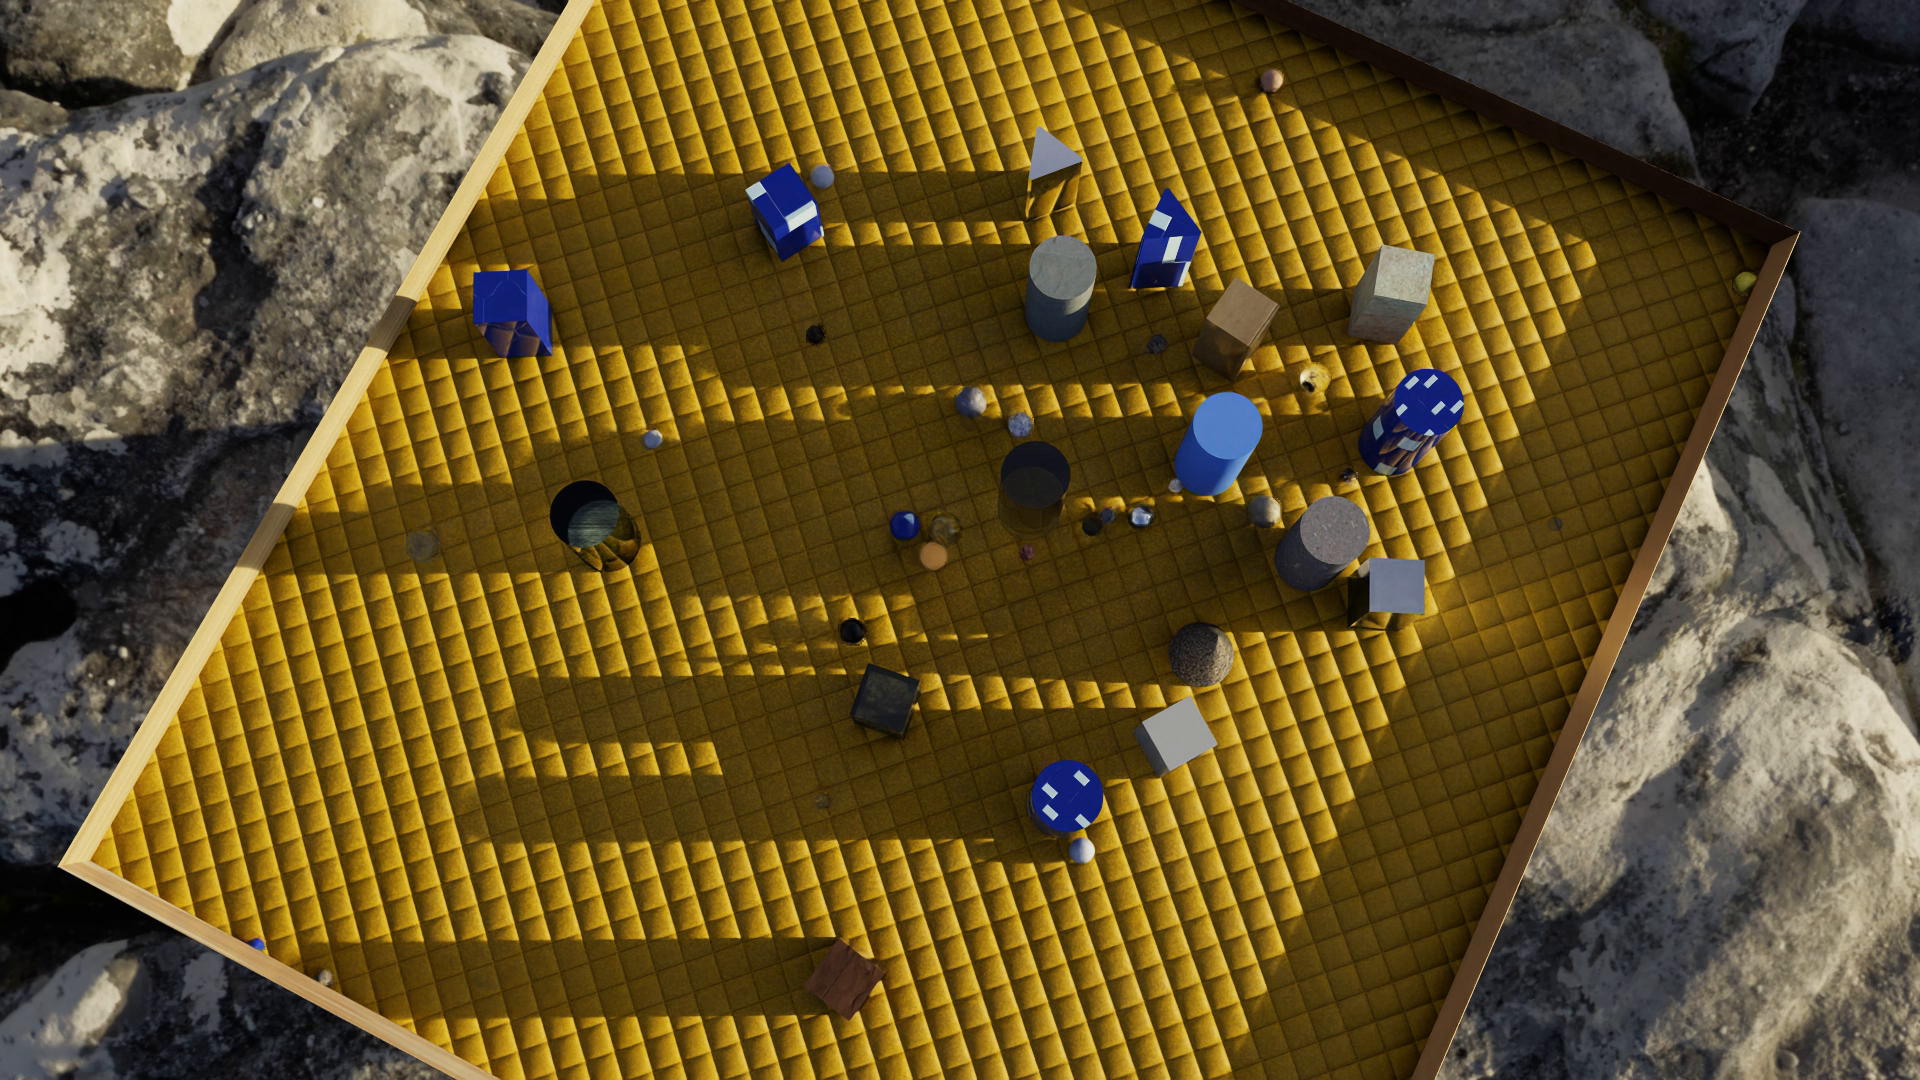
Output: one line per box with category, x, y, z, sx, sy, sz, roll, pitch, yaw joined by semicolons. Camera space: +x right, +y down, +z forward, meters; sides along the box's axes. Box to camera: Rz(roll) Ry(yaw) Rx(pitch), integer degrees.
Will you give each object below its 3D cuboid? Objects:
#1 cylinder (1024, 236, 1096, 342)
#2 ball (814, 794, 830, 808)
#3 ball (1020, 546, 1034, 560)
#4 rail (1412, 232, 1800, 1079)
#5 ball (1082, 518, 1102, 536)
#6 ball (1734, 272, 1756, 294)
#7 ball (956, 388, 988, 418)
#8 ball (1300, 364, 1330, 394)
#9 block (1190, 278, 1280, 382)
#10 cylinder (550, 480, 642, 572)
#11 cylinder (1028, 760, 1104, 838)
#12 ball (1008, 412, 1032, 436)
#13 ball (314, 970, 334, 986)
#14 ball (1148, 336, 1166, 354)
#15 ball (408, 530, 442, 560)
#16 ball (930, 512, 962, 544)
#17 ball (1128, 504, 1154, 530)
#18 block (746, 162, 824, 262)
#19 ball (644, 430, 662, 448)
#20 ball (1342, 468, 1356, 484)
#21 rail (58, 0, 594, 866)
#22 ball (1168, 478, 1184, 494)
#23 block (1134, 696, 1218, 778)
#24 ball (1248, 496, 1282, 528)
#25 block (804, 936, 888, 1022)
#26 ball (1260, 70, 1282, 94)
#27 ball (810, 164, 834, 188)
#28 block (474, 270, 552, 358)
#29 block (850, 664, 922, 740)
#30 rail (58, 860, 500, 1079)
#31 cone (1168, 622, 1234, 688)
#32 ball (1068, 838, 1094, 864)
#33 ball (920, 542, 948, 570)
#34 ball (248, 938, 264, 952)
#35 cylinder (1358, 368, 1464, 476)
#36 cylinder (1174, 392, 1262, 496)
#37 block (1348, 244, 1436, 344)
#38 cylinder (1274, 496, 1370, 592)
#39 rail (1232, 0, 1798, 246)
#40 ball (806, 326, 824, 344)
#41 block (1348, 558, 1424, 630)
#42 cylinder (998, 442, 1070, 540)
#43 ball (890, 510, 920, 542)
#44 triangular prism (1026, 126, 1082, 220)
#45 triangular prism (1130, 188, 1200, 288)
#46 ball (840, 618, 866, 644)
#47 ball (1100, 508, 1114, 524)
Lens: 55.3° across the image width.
cylinder;0.302;-0.758;5.568;0.198;0.403;0.198;0;78;0
ball;-0.407;0.773;5.433;0.046;0.046;0.046;0;78;0
ball;0.203;0.041;5.585;0.045;0.045;0.045;0;78;0
rail;1.676;0.828;5.379;0.045;0.129;4.066;26;80;5
ball;0.403;-0.041;5.595;0.059;0.059;0.059;0;78;0
ball;2.463;-0.806;5.749;0.068;0.068;0.068;0;78;0
ball;0.035;-0.423;5.655;0.096;0.096;0.096;0;78;0
ball;1.099;-0.499;5.672;0.093;0.093;0.093;0;78;0
block;0.833;-0.634;5.565;0.158;0.359;0.158;35;80;7
cylinder;-1.076;-0.037;5.432;0.198;0.377;0.198;0;78;0
cylinder;0.299;0.748;5.265;0.198;0.385;0.198;0;78;0
ball;0.186;-0.357;5.652;0.075;0.075;0.075;0;78;0
ball;-1.849;1.275;5.325;0.053;0.053;0.053;0;78;0
ball;0.612;-0.607;5.713;0.058;0.058;0.058;0;78;0
ball;-1.626;0.015;5.564;0.096;0.096;0.096;0;78;0
ball;-0.045;-0.036;5.574;0.099;0.099;0.099;0;78;0
ball;0.551;-0.069;5.590;0.081;0.081;0.081;0;78;0
block;-0.542;-1.015;5.690;0.158;0.268;0.158;-33;80;-6
ball;-0.947;-0.312;5.651;0.058;0.058;0.058;0;78;0
ball;1.194;-0.197;5.635;0.045;0.045;0.045;0;78;0
rail;-1.676;-0.814;5.718;0.045;0.129;4.066;26;80;5
ball;0.664;-0.166;5.626;0.045;0.045;0.045;0;78;0
block;0.625;0.578;5.349;0.158;0.289;0.158;-28;80;-6
ball;0.929;-0.086;5.584;0.099;0.099;0.099;0;78;0
block;-0.317;1.235;5.175;0.158;0.363;0.158;36;81;7
ball;0.999;-1.473;5.884;0.073;0.073;0.073;0;78;0
ball;-0.438;-1.153;5.817;0.075;0.075;0.075;0;78;0
block;-1.359;-0.685;5.582;0.158;0.345;0.158;-3;78;-1
block;-0.216;0.478;5.395;0.158;0.240;0.158;18;79;4
rail;-0.899;1.767;5.184;3.796;0.129;0.045;26;80;5
cone;0.730;0.309;5.360;0.198;0.376;0.198;0;78;0
ball;0.358;0.913;5.389;0.076;0.076;0.076;0;78;0
ball;-0.081;0.048;5.563;0.085;0.085;0.085;0;78;0
ball;-2.054;1.185;5.348;0.045;0.045;0.045;0;78;0
cylinder;1.334;-0.344;5.443;0.198;0.480;0.198;0;78;0
cylinder;0.762;-0.278;5.437;0.198;0.464;0.198;0;78;0
block;1.307;-0.742;5.574;0.158;0.383;0.158;11;79;2
cylinder;1.061;0.016;5.394;0.198;0.430;0.198;0;78;0
rail;0.899;-1.753;5.913;3.796;0.129;0.045;26;80;5
ball;-0.453;-0.642;5.721;0.056;0.056;0.056;0;78;0
block;1.259;0.163;5.427;0.158;0.306;0.158;3;78;1
cylinder;0.214;-0.140;5.417;0.198;0.447;0.198;0;78;0
ball;-0.168;-0.042;5.578;0.093;0.093;0.093;0;78;0
triangular prism;0.263;-1.148;5.684;0.171;0.333;0.148;-21;79;-4
triangular prism;0.614;-0.917;5.583;0.171;0.438;0.148;-4;78;-1
ball;-0.324;0.274;5.520;0.078;0.078;0.078;0;78;0
ball;0.451;-0.072;5.608;0.047;0.047;0.047;0;78;0
